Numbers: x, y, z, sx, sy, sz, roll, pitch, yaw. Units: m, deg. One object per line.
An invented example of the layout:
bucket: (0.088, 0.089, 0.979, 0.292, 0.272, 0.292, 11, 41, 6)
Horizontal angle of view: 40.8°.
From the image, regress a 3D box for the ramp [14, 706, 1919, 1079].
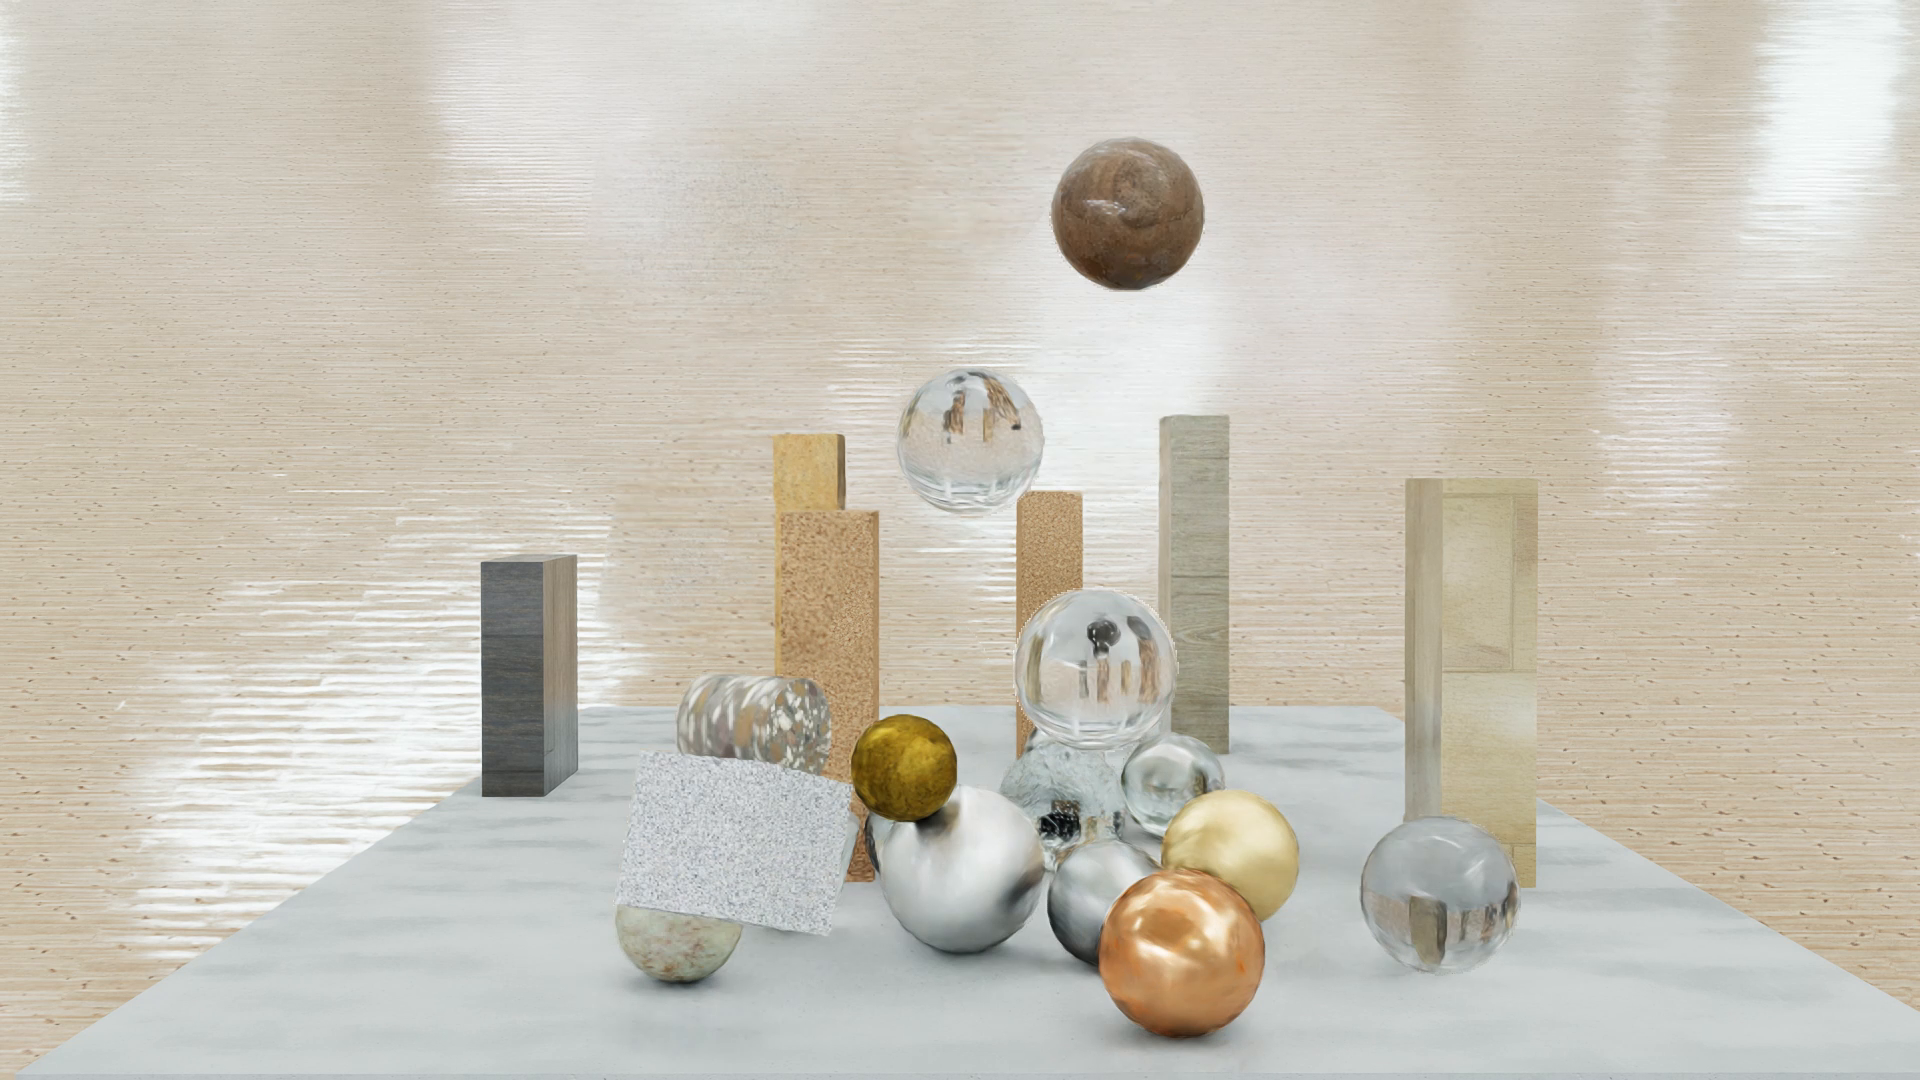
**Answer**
ramp: (0.058, 0.526, 4.564, 2.000, 0.100, 4.000, 0, 2, 0)

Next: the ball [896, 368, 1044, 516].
ball: (0.012, -0.120, 3.136, 0.181, 0.181, 0.181, 0, 26, 0)

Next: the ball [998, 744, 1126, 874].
ball: (0.151, 0.399, 3.836, 0.193, 0.193, 0.193, 0, 26, 0)

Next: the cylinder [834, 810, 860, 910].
cylinder: (-0.202, 0.411, 3.363, 0.118, 0.118, 0.118, 15, 17, -5)

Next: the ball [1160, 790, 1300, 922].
ball: (0.353, 0.417, 3.371, 0.182, 0.182, 0.182, 0, 26, 0)

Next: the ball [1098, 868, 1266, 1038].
ball: (0.234, 0.437, 2.728, 0.177, 0.177, 0.177, 0, 26, 0)

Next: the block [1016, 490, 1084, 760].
block: (0.156, 0.195, 4.555, 0.104, 0.563, 0.393, 0, 2, 0)

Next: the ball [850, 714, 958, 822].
ball: (-0.067, 0.277, 3.132, 0.131, 0.131, 0.131, 0, 26, 0)

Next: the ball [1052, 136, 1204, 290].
ball: (0.198, -0.385, 3.043, 0.181, 0.181, 0.181, 0, 26, 0)

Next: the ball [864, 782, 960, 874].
ball: (-0.050, 0.415, 3.649, 0.171, 0.171, 0.171, 0, 26, 0)

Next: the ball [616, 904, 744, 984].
ball: (-0.328, 0.443, 3.021, 0.149, 0.149, 0.149, 0, 26, 0)

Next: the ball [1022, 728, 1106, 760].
ball: (0.173, 0.367, 4.293, 0.140, 0.140, 0.140, 0, 26, 0)

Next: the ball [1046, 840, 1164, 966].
ball: (0.181, 0.439, 3.110, 0.153, 0.153, 0.153, 0, 26, 0)

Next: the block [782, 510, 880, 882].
block: (-0.192, 0.225, 3.885, 0.132, 0.538, 0.289, 0, 2, 0)

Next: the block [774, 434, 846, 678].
block: (-0.325, 0.109, 5.635, 0.134, 0.678, 0.400, 0, 2, 0)

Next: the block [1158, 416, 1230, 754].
block: (0.505, 0.090, 5.600, 0.122, 0.715, 0.349, 0, 2, 0)

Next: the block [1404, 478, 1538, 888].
block: (0.758, 0.201, 3.848, 0.136, 0.587, 0.308, 0, 2, 0)

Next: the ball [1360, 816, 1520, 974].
ball: (0.571, 0.422, 3.073, 0.187, 0.187, 0.187, 0, 26, 0)

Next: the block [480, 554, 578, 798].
block: (-0.822, 0.250, 4.945, 0.115, 0.433, 0.427, 0, 2, 0)

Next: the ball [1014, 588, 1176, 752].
ball: (0.162, 0.155, 3.086, 0.194, 0.194, 0.194, 0, 26, 0)

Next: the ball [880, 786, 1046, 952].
ball: (0.004, 0.410, 3.211, 0.206, 0.206, 0.206, 0, 26, 0)

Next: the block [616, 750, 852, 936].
block: (-0.238, 0.322, 2.734, 0.162, 0.162, 0.162, 2, -12, 34)

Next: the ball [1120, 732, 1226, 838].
ball: (0.347, 0.400, 4.197, 0.172, 0.172, 0.172, 0, 26, 0)
